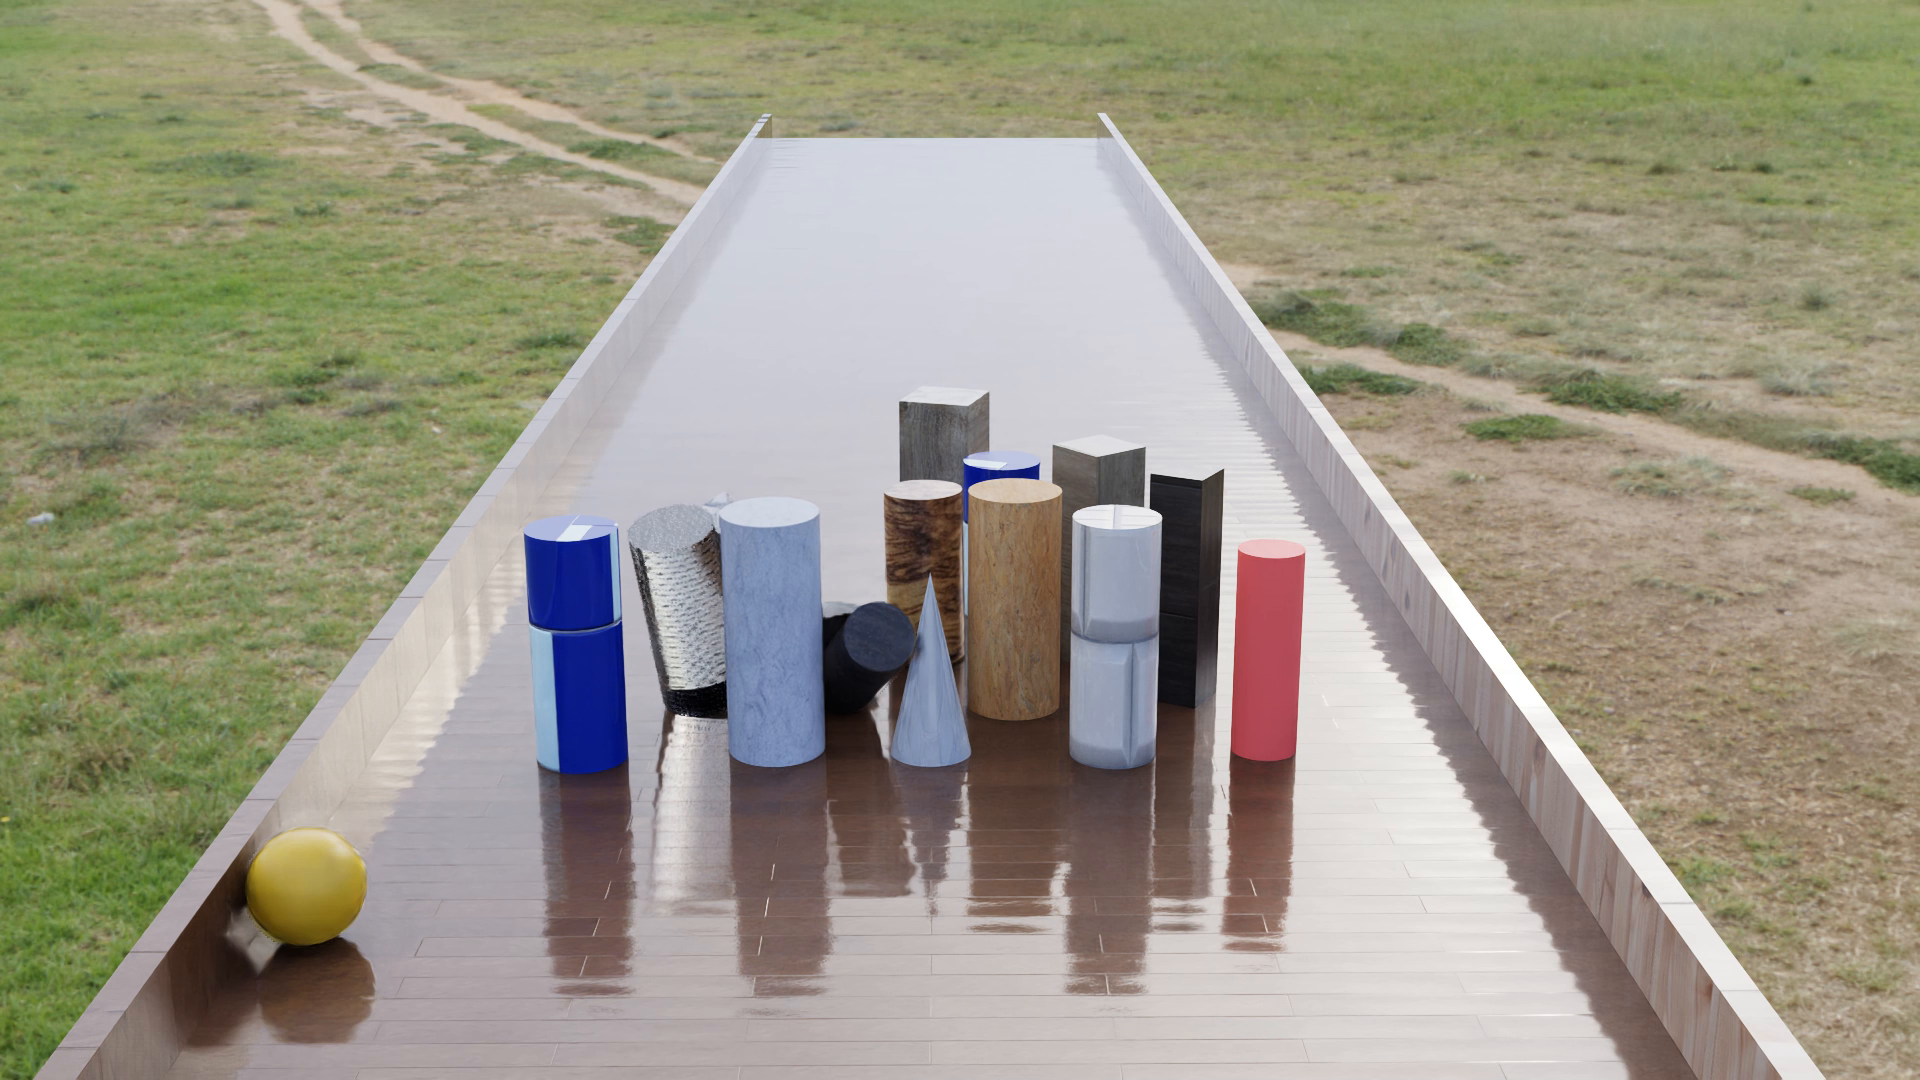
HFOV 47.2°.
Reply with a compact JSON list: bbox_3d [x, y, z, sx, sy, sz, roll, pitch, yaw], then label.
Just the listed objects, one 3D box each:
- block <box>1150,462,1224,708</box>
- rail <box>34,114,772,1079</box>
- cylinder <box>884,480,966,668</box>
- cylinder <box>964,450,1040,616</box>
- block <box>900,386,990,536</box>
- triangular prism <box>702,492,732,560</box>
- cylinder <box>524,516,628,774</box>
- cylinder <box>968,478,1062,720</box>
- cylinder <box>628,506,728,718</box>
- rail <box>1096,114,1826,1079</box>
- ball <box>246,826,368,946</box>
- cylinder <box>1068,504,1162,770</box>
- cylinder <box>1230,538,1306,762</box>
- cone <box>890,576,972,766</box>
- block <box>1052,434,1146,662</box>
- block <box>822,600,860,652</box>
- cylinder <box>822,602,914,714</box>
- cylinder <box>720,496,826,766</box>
[{"bbox_3d":[0.424,0.085,4.159,0.104,0.446,0.104,9,19,28],"label":"block"},{"bbox_3d":[-1.118,-0.838,7.780,0.050,0.150,12.000,0,17,-1],"label":"rail"},{"bbox_3d":[-0.070,0.067,4.388,0.156,0.347,0.156,-1,16,0],"label":"cylinder"},{"bbox_3d":[0.088,-0.007,4.662,0.163,0.335,0.163,0,17,0],"label":"cylinder"},{"bbox_3d":[-0.033,-0.113,4.866,0.157,0.422,0.157,5,17,17],"label":"block"},{"bbox_3d":[-0.406,0.079,4.243,0.106,0.427,0.092,12,55,27],"label":"triangular prism"},{"bbox_3d":[-0.674,0.183,3.867,0.162,0.425,0.162,0,17,0],"label":"cylinder"},{"bbox_3d":[0.102,0.110,4.119,0.174,0.420,0.174,0,17,0],"label":"cylinder"},{"bbox_3d":[-0.505,0.134,4.080,0.158,0.368,0.158,-5,32,3],"label":"cylinder"},{"bbox_3d":[0.932,-0.844,7.801,0.050,0.150,12.000,0,17,-1],"label":"rail"},{"bbox_3d":[-0.957,0.507,3.222,0.172,0.172,0.172,0,17,0],"label":"ball"},{"bbox_3d":[0.273,0.171,3.882,0.156,0.440,0.156,0,17,0],"label":"cylinder"},{"bbox_3d":[0.547,0.195,3.909,0.118,0.377,0.118,0,17,0],"label":"cylinder"},{"bbox_3d":[-0.052,0.218,3.902,0.145,0.337,0.145,0,17,0],"label":"cone"},{"bbox_3d":[0.273,0.025,4.374,0.129,0.439,0.129,-13,21,-37],"label":"block"},{"bbox_3d":[-0.289,0.193,4.274,0.110,0.110,0.329,8,7,24],"label":"block"},{"bbox_3d":[-0.180,0.217,3.993,0.127,0.127,0.334,-5,-16,-16],"label":"cylinder"},{"bbox_3d":[-0.330,0.162,3.892,0.174,0.445,0.174,0,19,0],"label":"cylinder"}]
